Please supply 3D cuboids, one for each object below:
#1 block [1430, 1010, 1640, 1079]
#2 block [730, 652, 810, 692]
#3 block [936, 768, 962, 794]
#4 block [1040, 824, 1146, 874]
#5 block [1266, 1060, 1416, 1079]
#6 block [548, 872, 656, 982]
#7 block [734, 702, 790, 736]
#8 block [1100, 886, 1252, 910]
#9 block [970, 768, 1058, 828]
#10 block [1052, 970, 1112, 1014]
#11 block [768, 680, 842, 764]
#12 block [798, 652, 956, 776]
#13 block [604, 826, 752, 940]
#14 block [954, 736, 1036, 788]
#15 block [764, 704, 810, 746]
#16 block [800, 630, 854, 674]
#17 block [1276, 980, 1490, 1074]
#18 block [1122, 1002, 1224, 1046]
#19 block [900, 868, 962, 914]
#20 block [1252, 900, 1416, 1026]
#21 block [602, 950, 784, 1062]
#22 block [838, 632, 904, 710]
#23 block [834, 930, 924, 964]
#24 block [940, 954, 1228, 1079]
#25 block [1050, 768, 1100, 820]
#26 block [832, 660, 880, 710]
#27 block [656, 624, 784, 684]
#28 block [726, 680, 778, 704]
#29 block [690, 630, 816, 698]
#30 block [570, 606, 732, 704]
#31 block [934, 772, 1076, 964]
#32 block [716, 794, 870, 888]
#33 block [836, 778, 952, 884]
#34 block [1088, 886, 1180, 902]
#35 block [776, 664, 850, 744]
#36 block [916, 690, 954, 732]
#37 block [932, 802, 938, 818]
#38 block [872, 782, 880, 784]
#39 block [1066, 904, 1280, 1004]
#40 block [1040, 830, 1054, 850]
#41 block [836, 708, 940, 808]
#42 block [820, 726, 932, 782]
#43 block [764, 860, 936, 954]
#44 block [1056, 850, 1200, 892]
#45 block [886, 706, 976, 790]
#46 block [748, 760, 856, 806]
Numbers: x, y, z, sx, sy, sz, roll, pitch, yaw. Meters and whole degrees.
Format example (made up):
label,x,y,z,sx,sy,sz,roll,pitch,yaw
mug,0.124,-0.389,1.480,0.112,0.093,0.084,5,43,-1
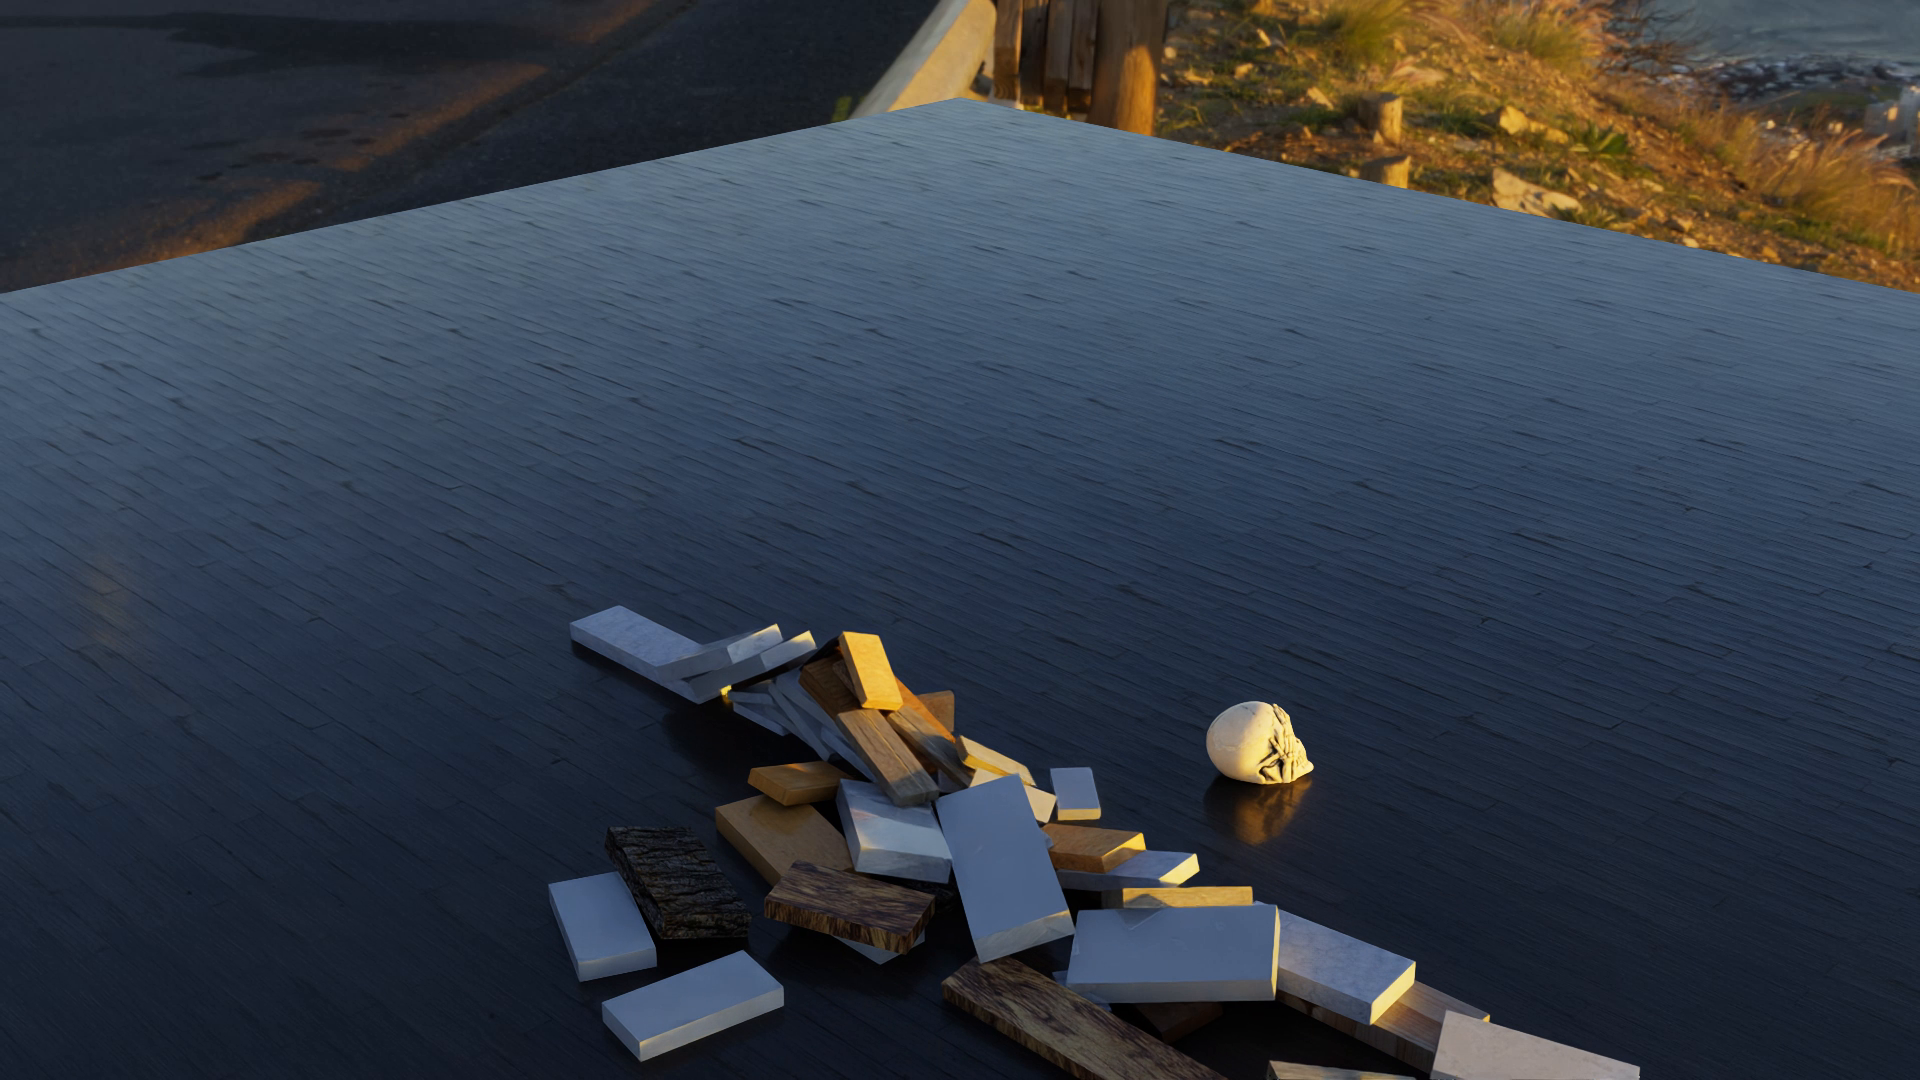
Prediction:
label,x,y,z,sx,sy,sz,roll,pitch,yaw
block,0.933,0.876,3.575,0.319,0.045,0.159,14,29,14
block,-0.413,0.289,4.789,0.069,0.020,0.209,-24,1,-44
block,0.026,0.501,4.519,0.146,0.021,0.073,7,16,-4
block,0.223,0.592,4.229,0.244,0.035,0.122,-2,15,46
block,0.626,0.893,3.532,0.246,0.035,0.123,8,12,-6
block,-0.660,0.707,4.044,0.140,0.040,0.280,-8,24,-19
block,-0.413,0.380,4.836,0.083,0.024,0.167,-21,31,-40
block,0.390,0.646,3.962,0.244,0.035,0.122,1,-11,-15
block,0.103,0.522,4.423,0.171,0.024,0.085,20,36,5
block,0.213,0.799,3.854,0.068,0.019,0.136,-6,24,-13
block,-0.300,0.375,4.717,0.114,0.032,0.229,-17,52,-37
block,-0.166,0.366,4.601,0.169,0.048,0.337,-21,55,-40
block,-0.534,0.641,4.138,0.169,0.048,0.347,4,19,-29
block,0.072,0.463,4.524,0.171,0.024,0.085,28,14,-22
block,-0.338,0.388,4.763,0.083,0.024,0.166,-20,39,-39
block,-0.281,0.242,4.678,0.069,0.138,0.020,-21,74,-44
block,0.697,0.795,3.828,0.413,0.045,0.159,20,30,39
block,0.338,0.777,3.840,0.123,0.035,0.246,-25,32,-19
block,-0.003,0.640,4.213,0.110,0.031,0.220,18,29,36
block,0.615,0.737,3.850,0.319,0.045,0.159,17,28,35
block,-0.462,0.805,3.813,0.280,0.040,0.140,-15,27,-32
block,-0.187,0.273,4.585,0.090,0.025,0.180,9,44,-36
block,-0.181,0.705,4.060,0.110,0.031,0.221,-21,30,-40
block,0.269,0.865,3.650,0.733,0.035,0.123,22,42,41
block,0.235,0.519,4.506,0.085,0.024,0.171,-1,23,-3
block,-0.199,0.300,4.607,0.069,0.020,0.138,-18,53,-39
block,-0.531,0.251,4.839,0.145,0.041,0.290,-24,5,-41
block,-0.430,0.333,4.833,0.083,0.024,0.166,-21,13,-39
block,-0.455,0.273,4.809,0.145,0.041,0.290,-24,1,-41
block,-0.701,0.261,5.093,0.480,0.041,0.145,21,31,41
block,0.076,0.603,4.118,0.177,0.050,0.551,-18,21,-2
block,-0.330,0.595,4.297,0.169,0.048,0.338,-13,26,-28
block,-0.132,0.561,4.261,0.177,0.050,0.354,10,13,-12
block,0.328,0.662,4.129,0.161,0.023,0.081,6,21,45
block,-0.272,0.340,4.681,0.229,0.032,0.114,33,39,31
block,-0.102,0.382,4.745,0.180,0.090,0.026,-7,24,-17
block,0.013,0.557,4.422,0.073,0.021,0.146,-17,28,-34
block,-0.140,0.520,4.457,0.123,0.062,0.017,-5,23,-11
block,0.373,0.721,3.827,0.354,0.050,0.177,-4,35,15
block,0.118,0.577,4.262,0.073,0.021,0.146,-23,18,-16
block,-0.148,0.435,4.426,0.090,0.025,0.283,-9,36,-29
block,-0.174,0.445,4.606,0.114,0.032,0.229,-21,43,-39
block,-0.201,0.671,4.029,0.280,0.040,0.140,12,27,18
block,0.315,0.624,4.146,0.244,0.035,0.122,-3,14,41
block,-0.008,0.460,4.495,0.351,0.017,0.062,39,41,26
block,-0.314,0.492,4.460,0.110,0.031,0.220,26,15,35
